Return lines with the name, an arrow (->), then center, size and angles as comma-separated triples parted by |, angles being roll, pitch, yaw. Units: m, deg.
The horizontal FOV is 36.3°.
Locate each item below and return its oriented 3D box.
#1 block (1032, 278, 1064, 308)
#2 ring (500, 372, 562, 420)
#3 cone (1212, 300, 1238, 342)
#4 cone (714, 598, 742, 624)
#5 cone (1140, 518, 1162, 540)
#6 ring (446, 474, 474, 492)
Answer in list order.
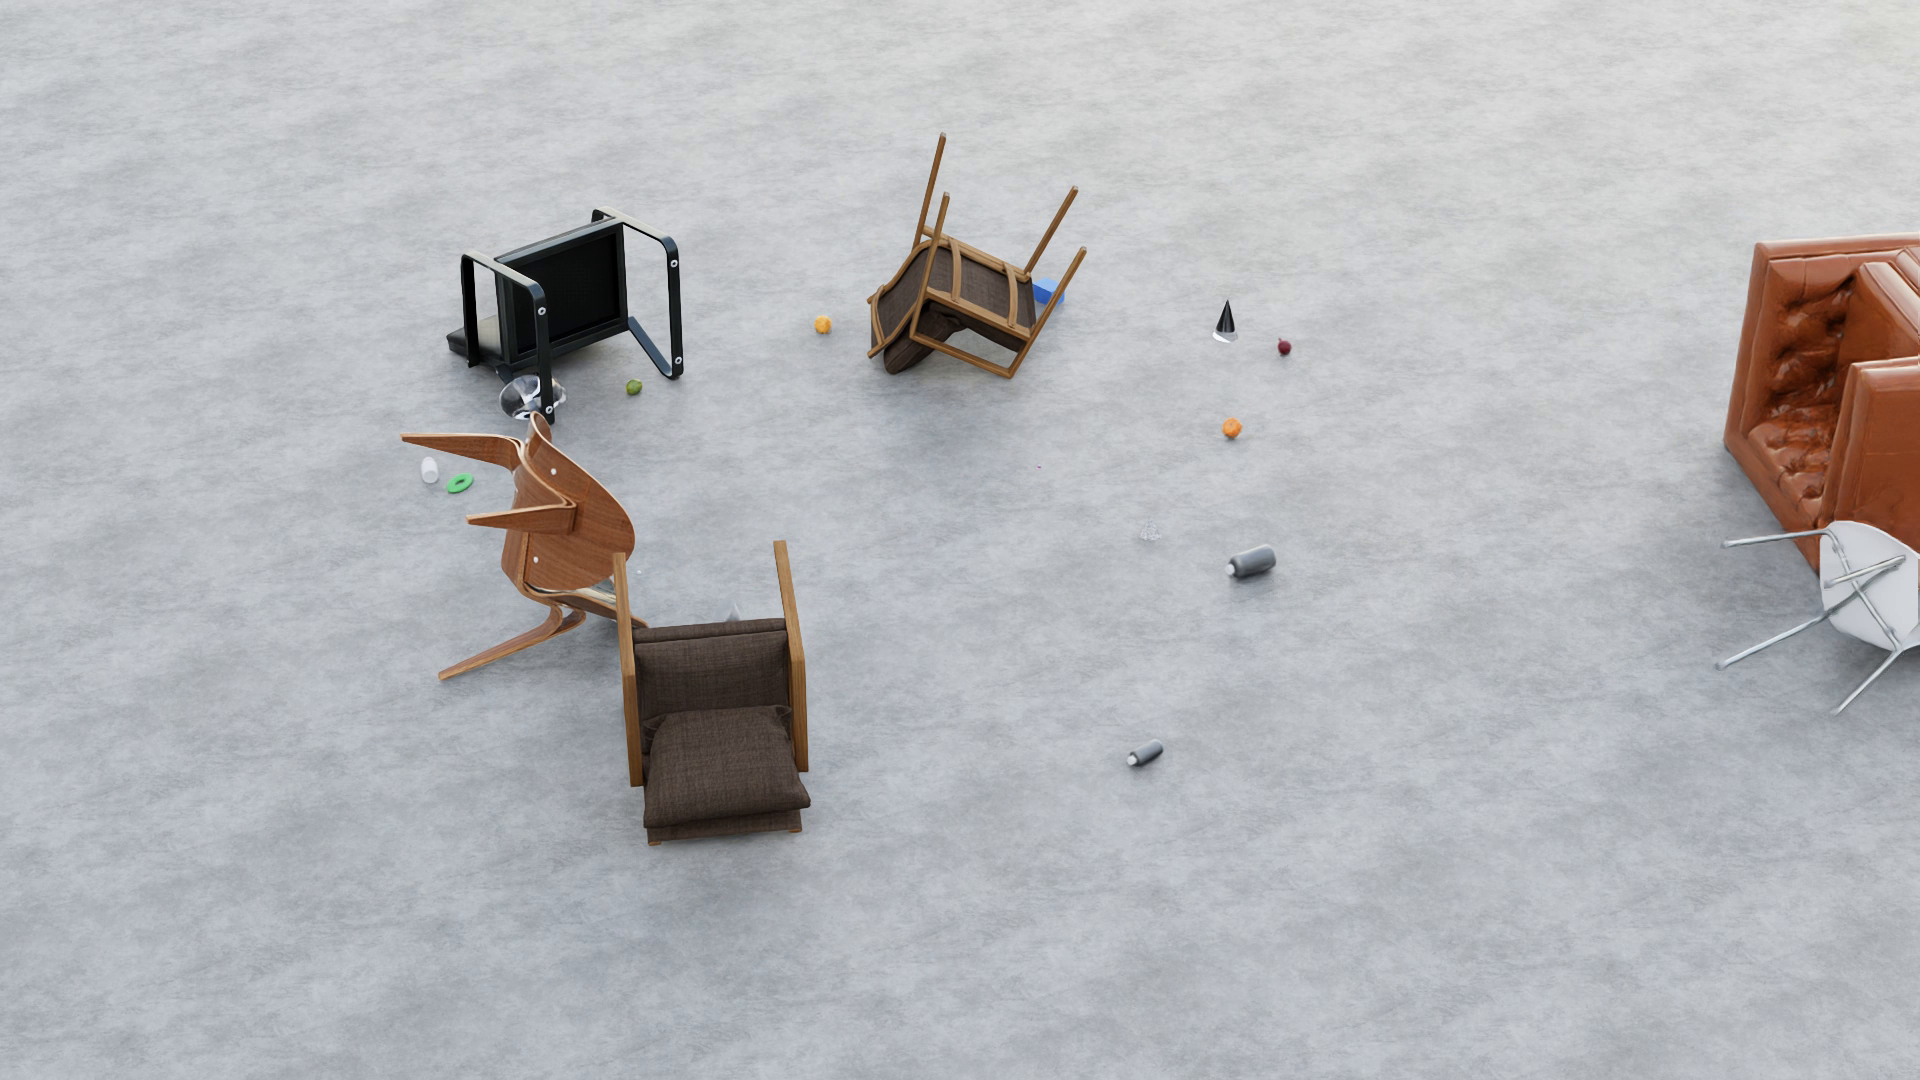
block -> 0.377, -1.055, 12.478 | 0.111, 0.073, 0.083 | 29, 43, 36
ring -> -1.694, -0.569, 11.579 | 0.269, 0.207, 0.110 | -13, 61, -40
cone -> 1.108, -0.926, 12.185 | 0.111, 0.182, 0.094 | 23, 40, 31
cone -> -0.809, 0.274, 10.480 | 0.104, 0.087, 0.177 | -61, 21, -11
cone -> 0.713, -0.051, 10.943 | 0.086, 0.086, 0.058 | 2, 33, 3
ring -> -1.920, -0.219, 11.256 | 0.082, 0.023, 0.136 | 16, 37, 21
